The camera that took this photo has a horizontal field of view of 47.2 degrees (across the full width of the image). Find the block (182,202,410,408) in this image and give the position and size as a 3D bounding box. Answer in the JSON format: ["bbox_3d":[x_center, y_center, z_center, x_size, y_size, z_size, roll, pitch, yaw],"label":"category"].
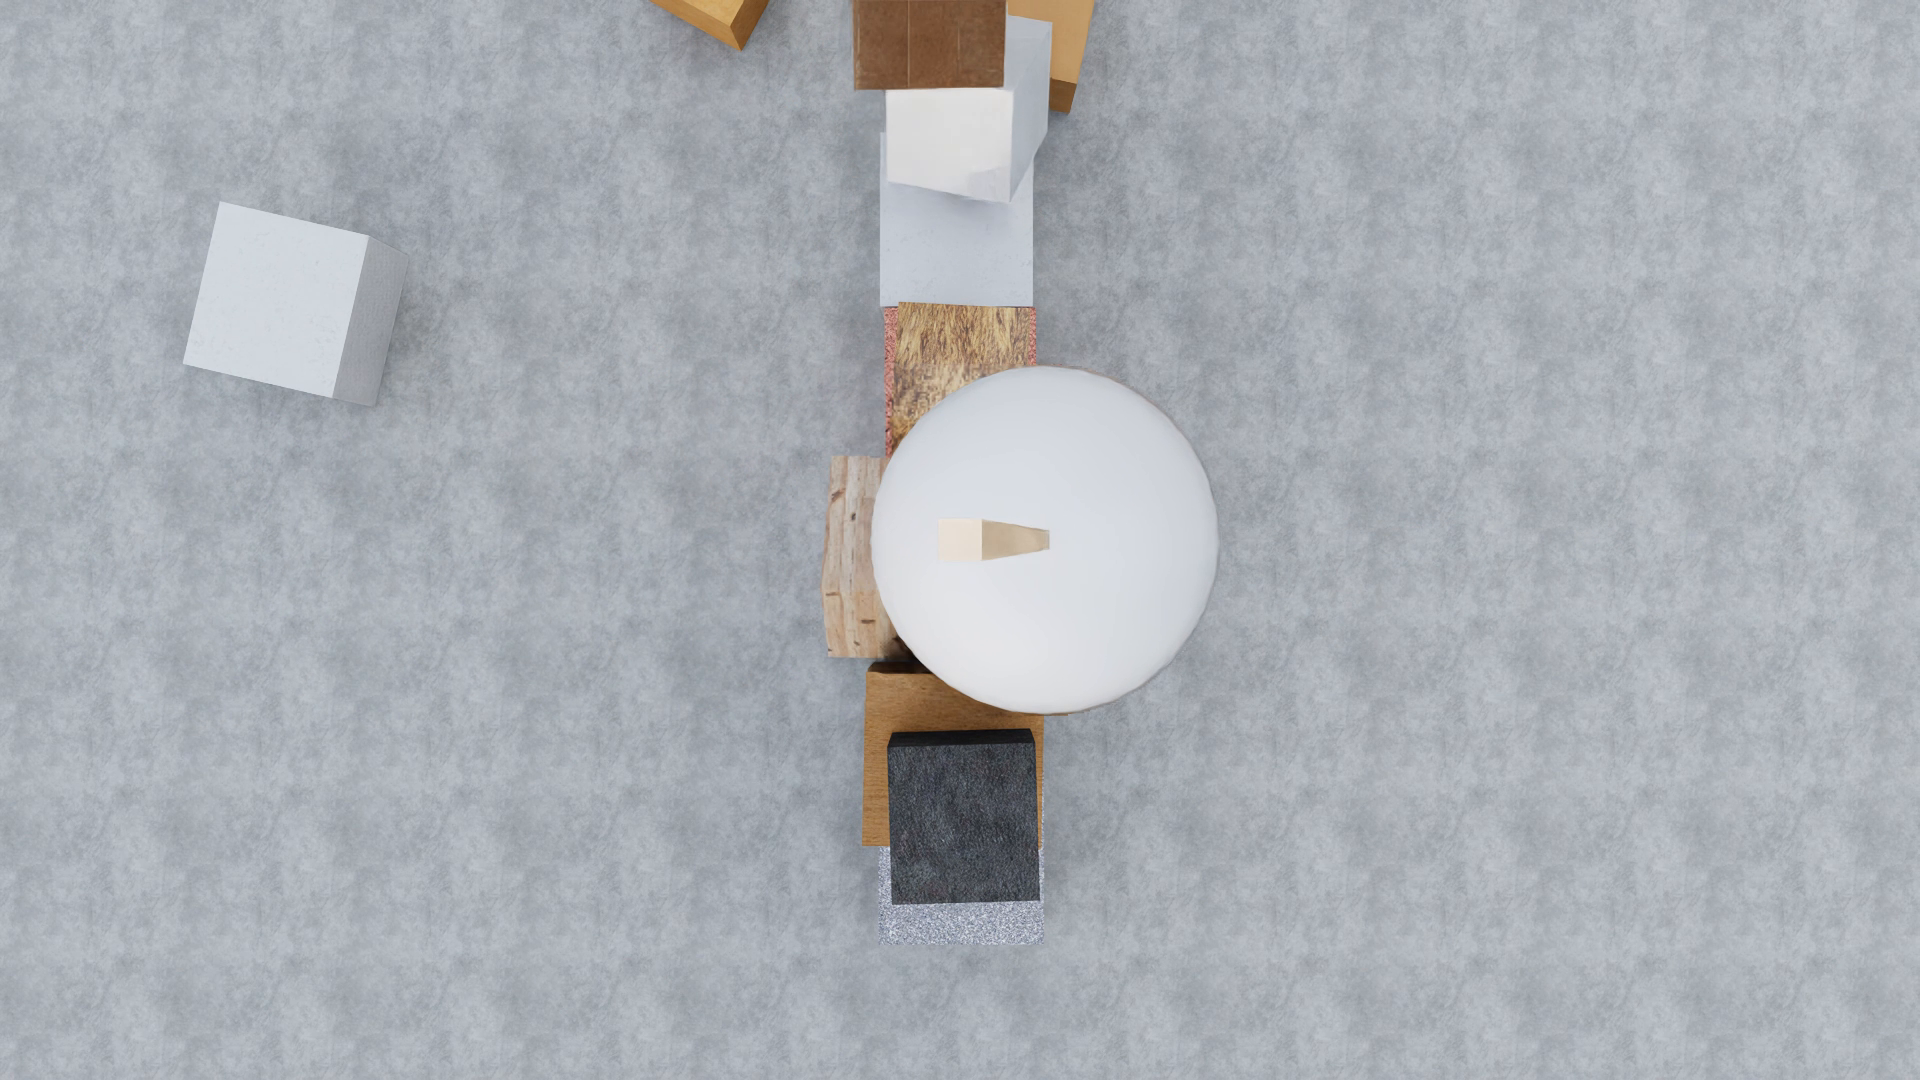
[{"bbox_3d":[-3.768,-1.324,12.556,0.843,0.888,0.917,13,90,0],"label":"block"}]

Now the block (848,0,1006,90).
[{"bbox_3d":[-0.180,-2.889,11.172,0.759,0.829,0.864,-2,133,-4],"label":"block"}]

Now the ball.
[{"bbox_3d":[0.387,0.000,10.072,1.600,1.600,1.600,0,90,0],"label":"ball"}]

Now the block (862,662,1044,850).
[{"bbox_3d":[-0.033,1.110,11.511,0.899,0.943,0.871,1,90,0],"label":"block"}]

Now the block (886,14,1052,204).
[{"bbox_3d":[0.051,-2.334,11.714,0.682,0.732,0.679,13,134,12],"label":"block"}]

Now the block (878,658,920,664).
[{"bbox_3d":[0.000,0.837,12.491,0.896,1.018,0.900,0,90,0],"label":"block"}]

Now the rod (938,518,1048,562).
[{"bbox_3d":[0.168,0.000,6.679,0.080,5.200,0.080,0,90,4],"label":"rod"}]

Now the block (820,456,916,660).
[{"bbox_3d":[-0.290,0.107,11.688,0.803,0.789,0.788,2,61,1],"label":"block"}]

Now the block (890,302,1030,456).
[{"bbox_3d":[0.000,-0.761,11.624,0.689,0.689,0.695,3,63,0],"label":"block"}]

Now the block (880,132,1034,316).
[{"bbox_3d":[-0.019,-1.768,12.564,0.843,0.872,0.960,0,90,0],"label":"block"}]

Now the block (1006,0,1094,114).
[{"bbox_3d":[0.326,-2.966,12.574,0.813,0.852,0.738,12,90,0],"label":"block"}]

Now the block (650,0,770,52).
[{"bbox_3d":[-1.449,-3.303,12.676,0.677,0.649,0.578,29,90,0],"label":"block"}]

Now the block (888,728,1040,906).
[{"bbox_3d":[0.017,1.323,10.642,0.692,0.795,0.736,-2,90,0],"label":"block"}]

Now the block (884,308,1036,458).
[{"bbox_3d":[0.003,-0.855,12.544,0.831,0.912,0.846,0,90,0],"label":"block"}]

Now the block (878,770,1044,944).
[{"bbox_3d":[0.008,1.770,12.607,0.919,0.785,0.954,0,90,0],"label":"block"}]
